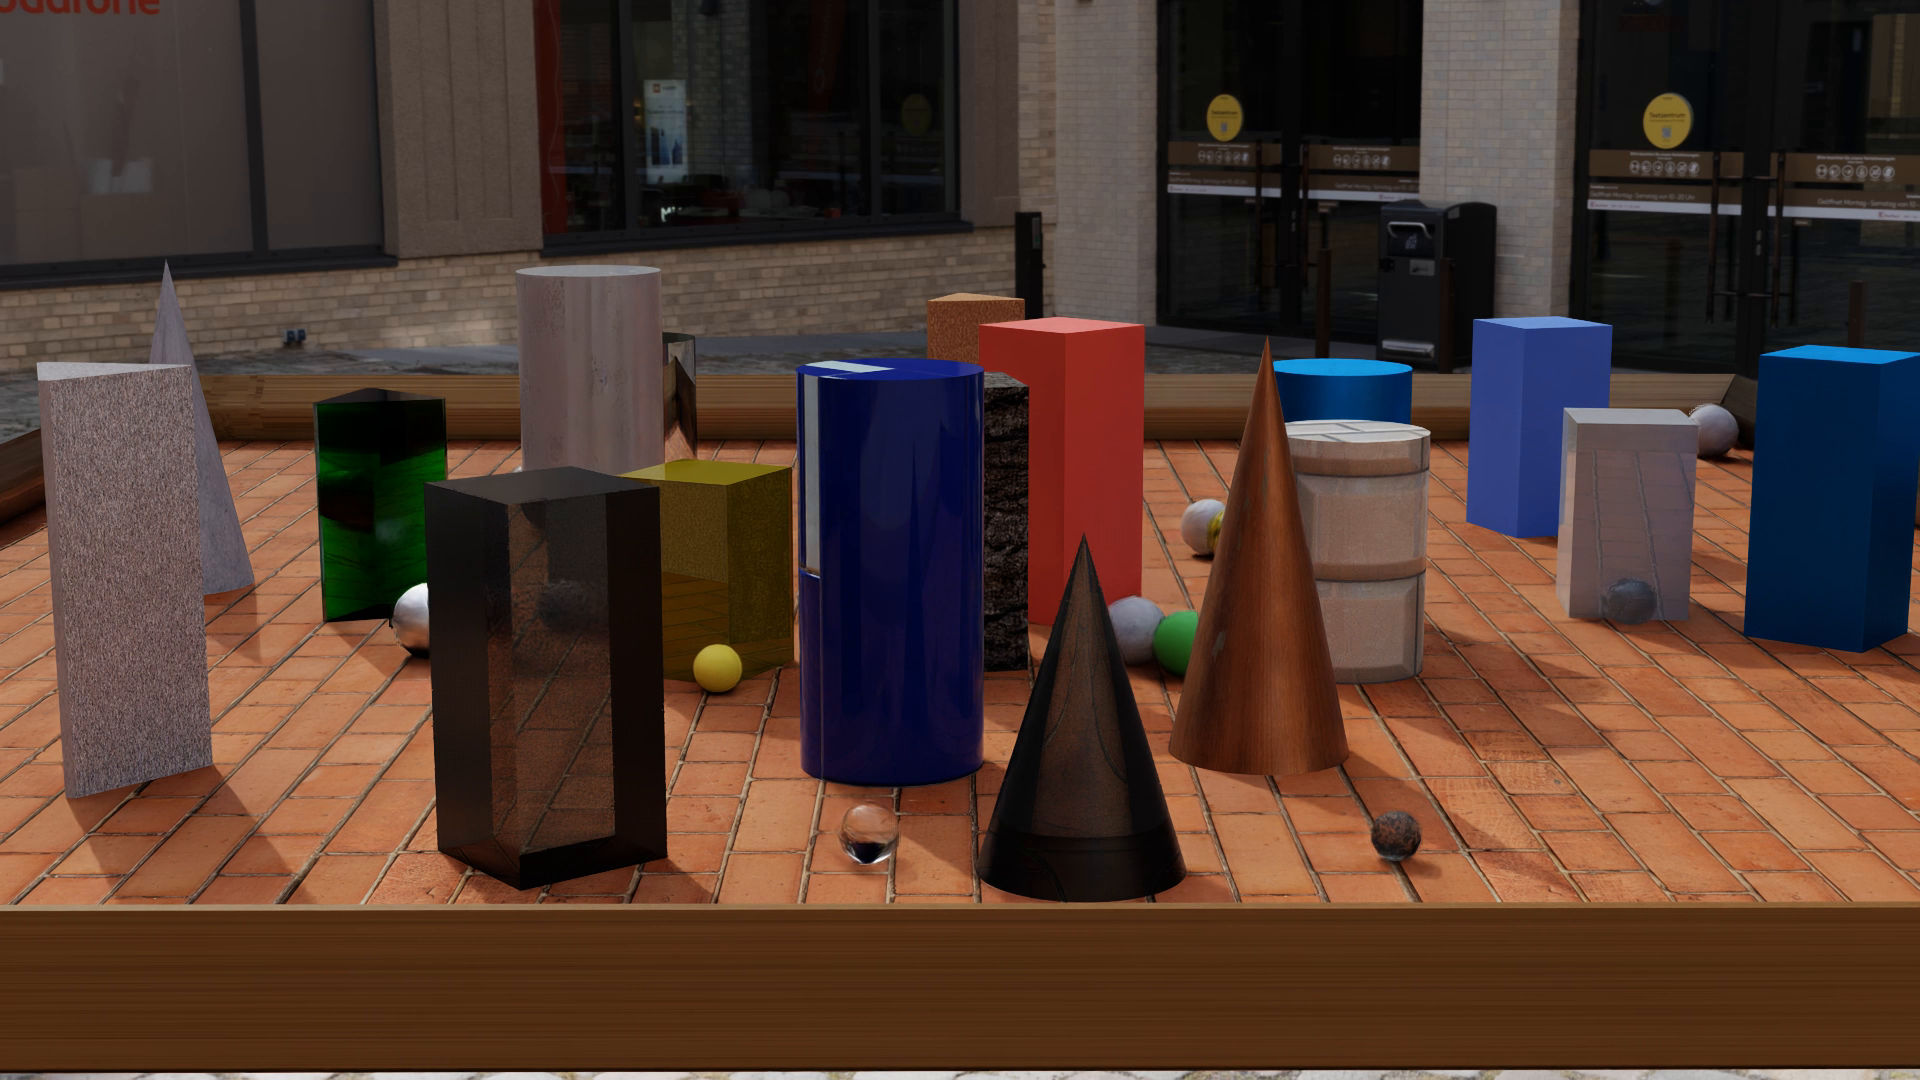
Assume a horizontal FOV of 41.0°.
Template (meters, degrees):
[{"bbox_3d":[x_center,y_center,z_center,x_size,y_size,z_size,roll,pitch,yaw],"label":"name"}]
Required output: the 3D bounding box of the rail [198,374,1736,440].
[{"bbox_3d":[-0.009,-0.257,5.008,3.063,0.126,0.045,0,11,0],"label":"rail"}]

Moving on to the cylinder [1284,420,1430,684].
[{"bbox_3d":[0.469,0.011,3.116,0.194,0.291,0.194,0,11,0],"label":"cylinder"}]

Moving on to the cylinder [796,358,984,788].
[{"bbox_3d":[-0.072,0.030,2.669,0.194,0.418,0.194,0,11,0],"label":"cylinder"}]

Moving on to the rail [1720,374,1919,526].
[{"bbox_3d":[1.508,0.031,3.458,0.045,0.126,3.219,0,11,0],"label":"rail"}]

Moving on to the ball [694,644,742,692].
[{"bbox_3d":[-0.284,0.150,3.007,0.057,0.057,0.057,0,11,0],"label":"ball"}]

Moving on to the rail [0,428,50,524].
[{"bbox_3d":[-1.508,0.034,3.441,0.045,0.126,3.219,0,11,0],"label":"rail"}]

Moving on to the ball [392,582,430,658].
[{"bbox_3d":[-0.655,0.100,3.177,0.094,0.094,0.094,0,11,0],"label":"ball"}]

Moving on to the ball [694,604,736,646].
[{"bbox_3d":[-0.311,0.108,3.249,0.052,0.052,0.052,0,11,0],"label":"ball"}]

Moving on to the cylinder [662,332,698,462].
[{"bbox_3d":[-0.481,-0.128,3.747,0.194,0.335,0.194,0,11,0],"label":"cylinder"}]

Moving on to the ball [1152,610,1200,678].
[{"bbox_3d":[0.271,0.125,3.081,0.080,0.080,0.080,0,11,0],"label":"ball"}]

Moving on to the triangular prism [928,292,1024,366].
[{"bbox_3d":[0.015,-0.261,4.483,0.168,0.328,0.145,-2,11,-10],"label":"triangular prism"}]

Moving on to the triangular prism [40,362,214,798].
[{"bbox_3d":[-0.896,0.032,2.647,0.145,0.422,0.168,9,14,39],"label":"triangular prism"}]

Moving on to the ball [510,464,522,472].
[{"bbox_3d":[-0.693,-0.076,4.126,0.094,0.094,0.094,0,11,0],"label":"ball"}]

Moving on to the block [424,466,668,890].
[{"bbox_3d":[-0.381,0.121,2.363,0.155,0.349,0.155,-8,13,-38],"label":"block"}]

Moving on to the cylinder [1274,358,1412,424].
[{"bbox_3d":[0.493,-0.061,3.381,0.194,0.336,0.194,0,11,0],"label":"cylinder"}]

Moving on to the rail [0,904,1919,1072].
[{"bbox_3d":[0.009,0.322,1.890,3.063,0.126,0.045,0,11,0],"label":"rail"}]

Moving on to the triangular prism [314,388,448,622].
[{"bbox_3d":[-0.782,-0.052,3.456,0.168,0.291,0.145,-3,11,-18],"label":"triangular prism"}]

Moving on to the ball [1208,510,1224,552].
[{"bbox_3d":[0.408,-0.005,3.759,0.088,0.088,0.088,0,11,0],"label":"ball"}]

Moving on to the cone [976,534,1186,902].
[{"bbox_3d":[0.111,0.147,2.323,0.194,0.314,0.194,0,11,0],"label":"cone"}]

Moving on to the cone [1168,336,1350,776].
[{"bbox_3d":[0.320,0.006,2.714,0.194,0.449,0.194,0,11,0],"label":"cone"}]

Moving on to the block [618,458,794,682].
[{"bbox_3d":[-0.308,0.036,3.118,0.155,0.242,0.155,5,12,25],"label":"block"}]

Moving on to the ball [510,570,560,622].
[{"bbox_3d":[-0.562,0.074,3.390,0.067,0.067,0.067,0,11,0],"label":"ball"}]

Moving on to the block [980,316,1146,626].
[{"bbox_3d":[0.135,-0.094,3.423,0.155,0.386,0.155,10,15,44],"label":"block"}]

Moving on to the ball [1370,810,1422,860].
[{"bbox_3d":[0.403,0.274,2.374,0.046,0.046,0.046,0,11,0],"label":"ball"}]

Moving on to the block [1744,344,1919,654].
[{"bbox_3d":[1.119,-0.057,3.284,0.155,0.363,0.155,9,14,39],"label":"block"}]

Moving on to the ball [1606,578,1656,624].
[{"bbox_3d":[0.881,0.080,3.371,0.062,0.062,0.062,0,11,0],"label":"ball"}]

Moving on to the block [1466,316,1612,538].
[{"bbox_3d":[0.913,-0.181,4.054,0.155,0.326,0.155,-4,11,-19],"label":"block"}]

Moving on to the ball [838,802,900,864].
[{"bbox_3d":[-0.084,0.270,2.365,0.057,0.057,0.057,0,11,0],"label":"ball"}]

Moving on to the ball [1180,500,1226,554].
[{"bbox_3d":[0.373,-0.020,3.851,0.083,0.083,0.083,0,11,0],"label":"ball"}]

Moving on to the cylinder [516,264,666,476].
[{"bbox_3d":[-0.499,-0.140,3.488,0.194,0.452,0.194,0,11,0],"label":"cylinder"}]

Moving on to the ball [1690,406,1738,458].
[{"bbox_3d":[1.407,-0.203,4.802,0.097,0.097,0.097,0,11,0],"label":"ball"}]

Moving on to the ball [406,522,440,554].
[{"bbox_3d":[-0.808,-0.003,3.860,0.048,0.048,0.048,0,11,0],"label":"ball"}]

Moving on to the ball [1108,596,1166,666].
[{"bbox_3d":[0.212,0.111,3.141,0.085,0.085,0.085,0,11,0],"label":"ball"}]

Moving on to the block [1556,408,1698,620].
[{"bbox_3d":[0.896,-0.037,3.459,0.155,0.261,0.155,1,11,6],"label":"block"}]

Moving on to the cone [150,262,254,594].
[{"bbox_3d":[-1.102,-0.165,3.601,0.194,0.460,0.194,0,11,0],"label":"cone"}]

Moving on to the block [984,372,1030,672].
[{"bbox_3d":[-0.009,-0.023,3.149,0.155,0.347,0.155,-2,11,-11],"label":"block"}]
